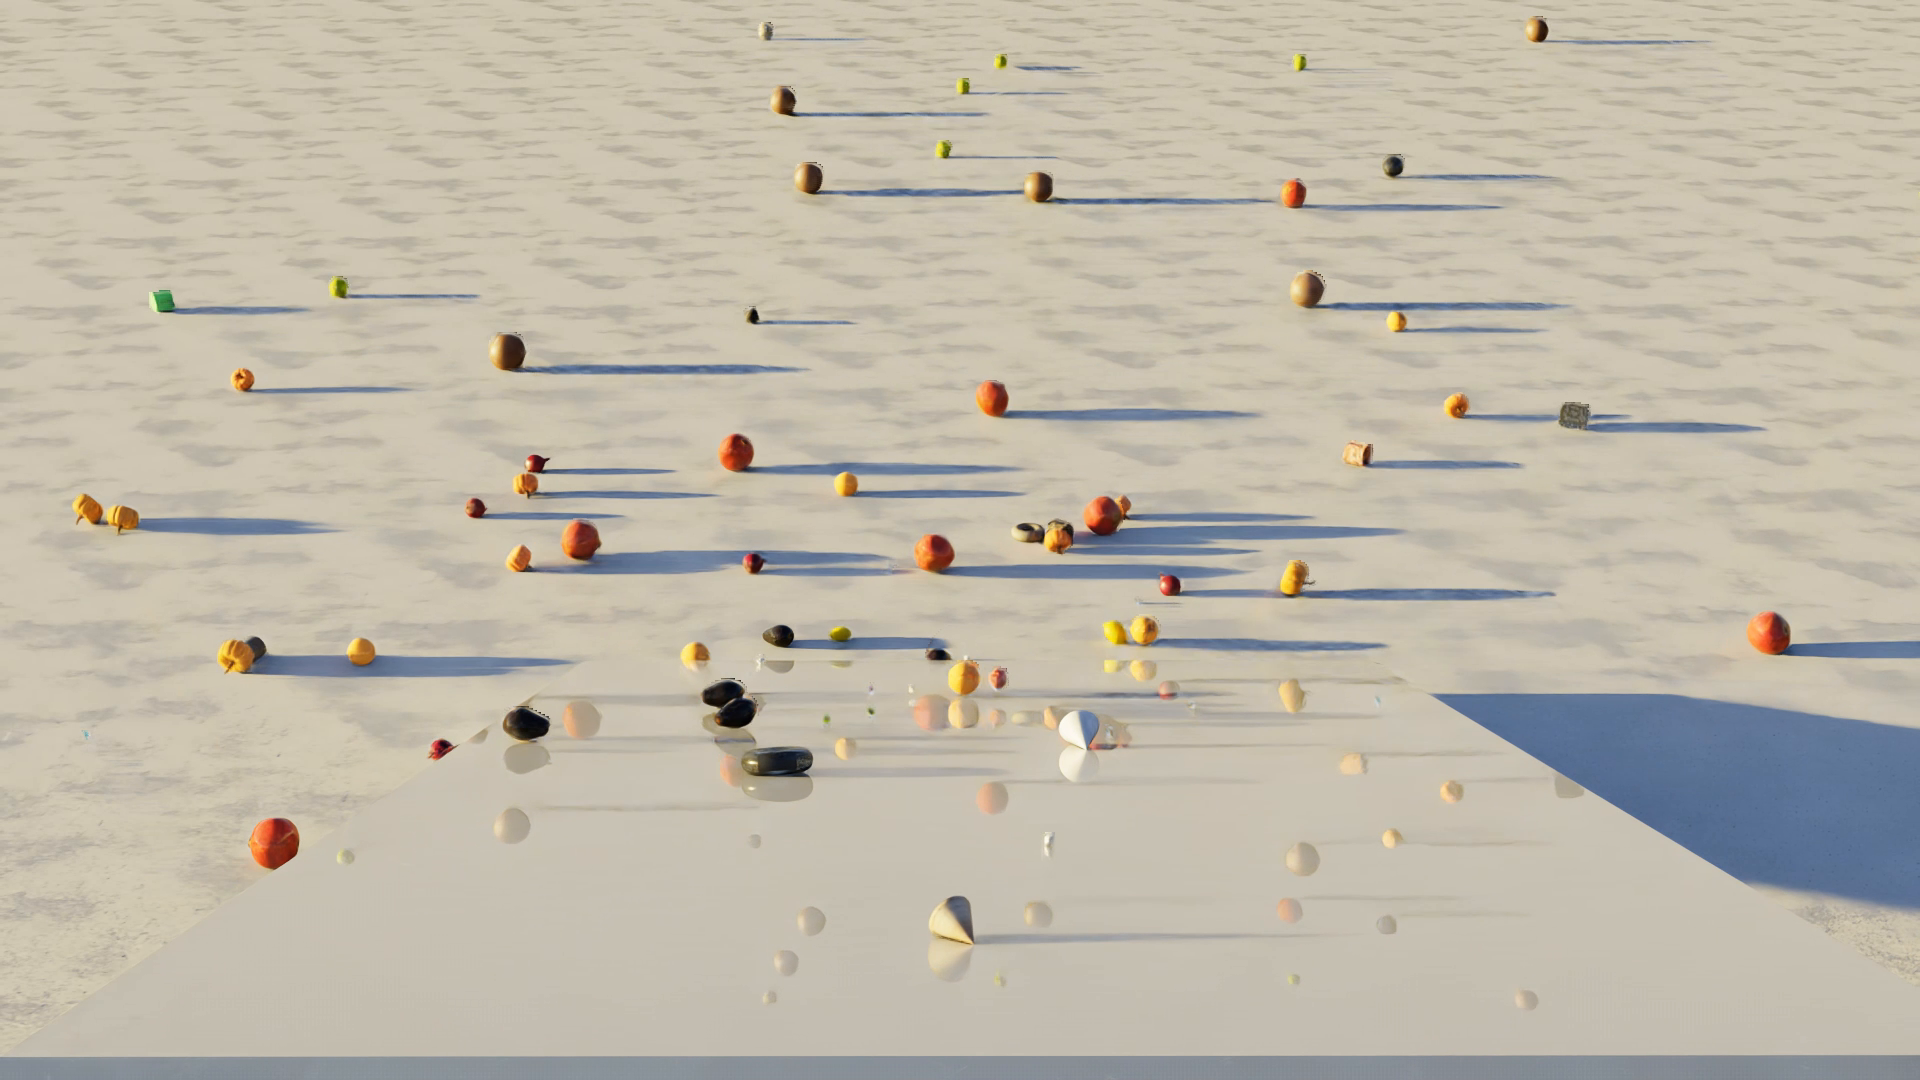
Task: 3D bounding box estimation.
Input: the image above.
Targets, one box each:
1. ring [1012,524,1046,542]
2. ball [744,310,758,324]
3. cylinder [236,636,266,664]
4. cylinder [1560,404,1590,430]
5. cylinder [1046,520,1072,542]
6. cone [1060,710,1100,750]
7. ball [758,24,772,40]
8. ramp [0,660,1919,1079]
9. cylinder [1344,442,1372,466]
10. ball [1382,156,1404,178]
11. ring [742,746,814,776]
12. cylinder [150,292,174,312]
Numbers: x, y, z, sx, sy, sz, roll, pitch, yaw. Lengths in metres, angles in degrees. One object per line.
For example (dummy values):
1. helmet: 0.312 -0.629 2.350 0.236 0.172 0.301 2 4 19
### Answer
1. ring: 0.201 -0.022 7.560 0.101 0.034 0.101 1 21 0
2. ball: -0.774 -0.833 9.564 0.052 0.052 0.052 0 22 0
3. cylinder: -1.861 0.290 6.746 0.057 0.057 0.057 7 23 17
4. cylinder: 2.021 -0.405 8.459 0.077 0.077 0.077 11 24 25
5. cylinder: 0.292 -0.025 7.538 0.055 0.055 0.055 19 29 39
6. cone: 0.232 0.374 4.843 0.078 0.078 0.078 -3 30 -7
7. ball: -1.112 -2.906 14.713 0.083 0.083 0.083 0 22 0
8. ramp: 0.050 0.457 4.533 2.000 0.100 4.000 0 3 0
9. cylinder: 1.257 -0.270 8.134 0.066 0.066 0.066 15 26 32
10. ball: 1.963 -1.691 11.653 0.096 0.096 0.096 0 22 0
11. ring: -0.320 0.387 4.507 0.127 0.042 0.127 -3 1 0
12. cylinder: -3.013 -0.899 9.709 0.066 0.066 0.066 -14 26 -32
